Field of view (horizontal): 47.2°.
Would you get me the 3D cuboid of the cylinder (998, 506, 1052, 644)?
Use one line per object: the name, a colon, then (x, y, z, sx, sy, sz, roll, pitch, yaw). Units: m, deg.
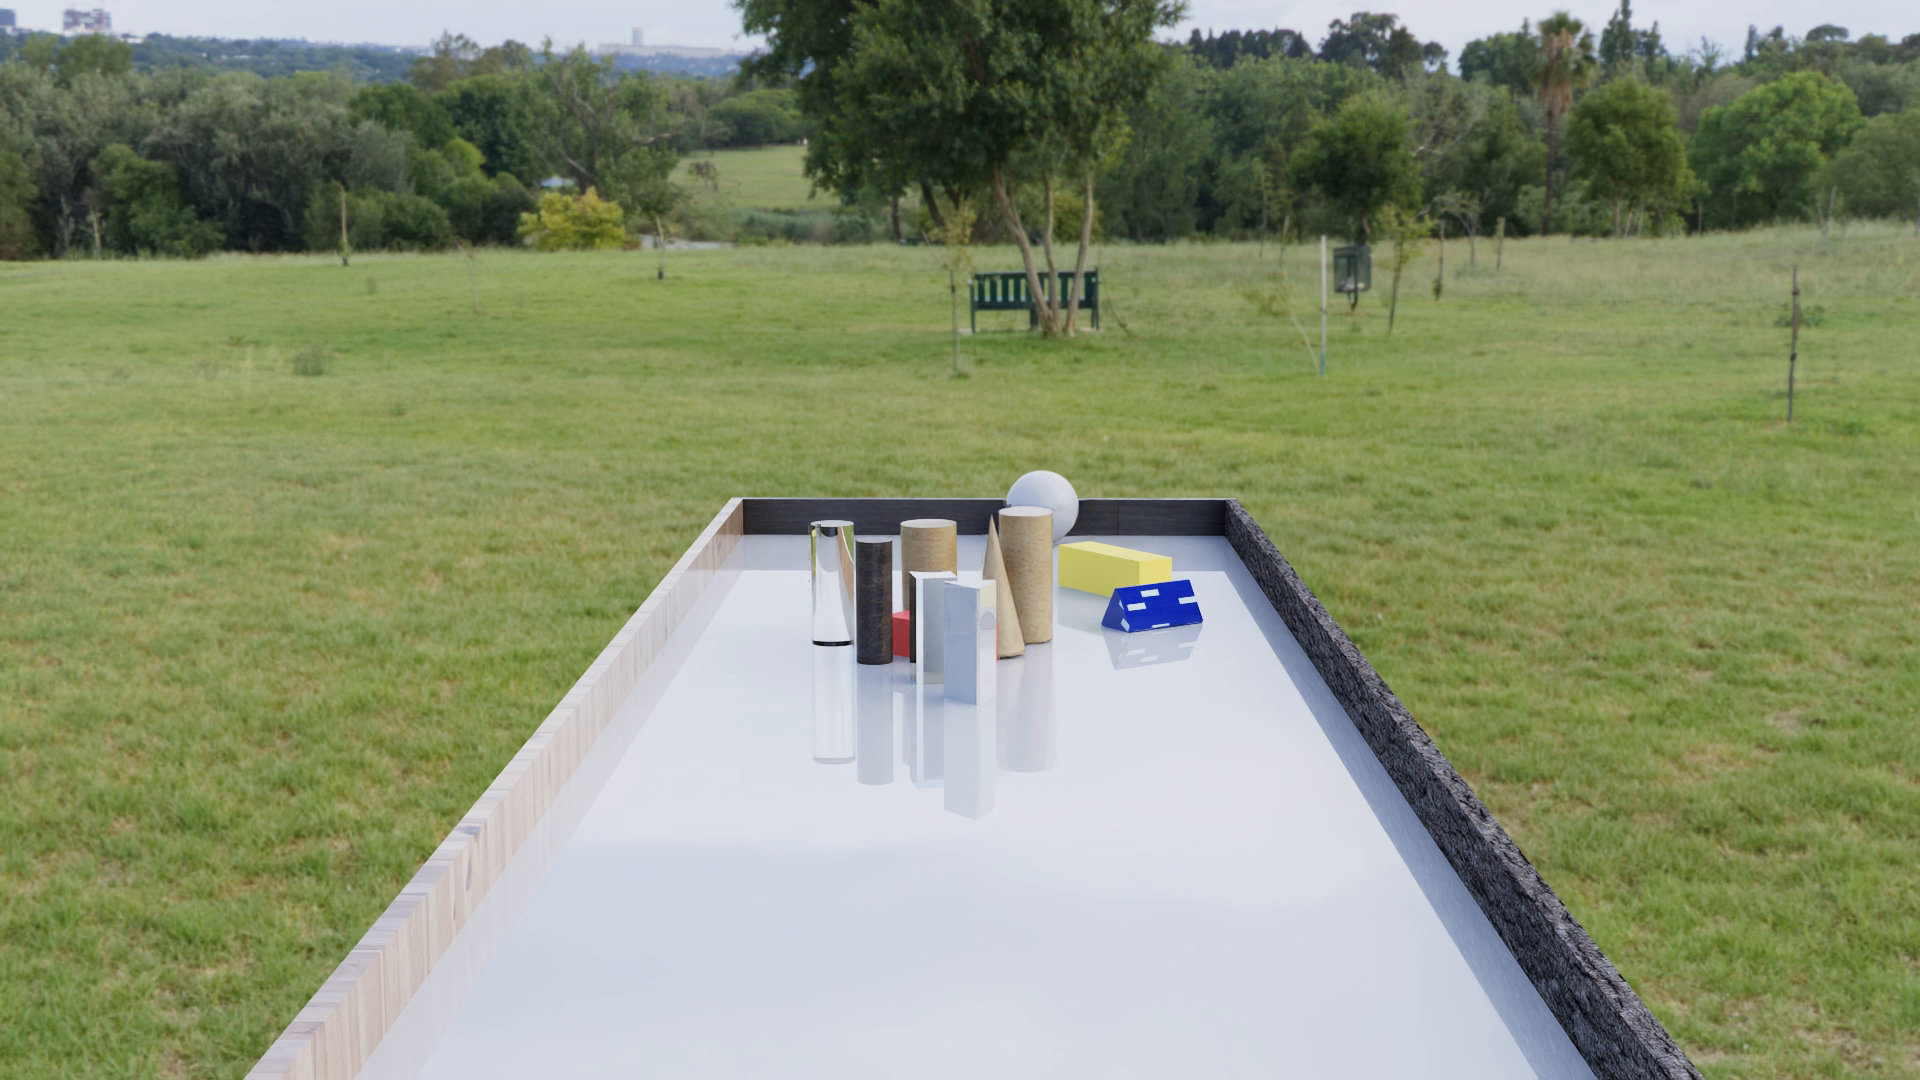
cylinder: (0.209, 0.111, 6.969, 0.171, 0.411, 0.171, -1, 12, 0)

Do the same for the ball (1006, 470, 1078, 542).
ball: (0.332, -0.134, 8.904, 0.298, 0.298, 0.298, 0, 9, 0)

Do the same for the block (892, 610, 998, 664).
block: (-0.063, 0.303, 6.724, 0.364, 0.118, 0.118, 8, 12, 41)

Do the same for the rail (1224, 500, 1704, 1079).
rail: (1.046, 0.843, 3.208, 0.050, 0.150, 12.000, 0, 9, 1)

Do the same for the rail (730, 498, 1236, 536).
rail: (0.099, -0.098, 9.147, 2.100, 0.150, 0.050, 0, 9, 1)

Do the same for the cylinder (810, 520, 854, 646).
cylinder: (-0.401, 0.136, 6.932, 0.136, 0.381, 0.136, 0, 9, 0)

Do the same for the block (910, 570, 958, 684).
block: (-0.078, 0.254, 6.411, 0.120, 0.312, 0.120, -2, 9, -11)

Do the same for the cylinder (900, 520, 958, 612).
cylinder: (-0.096, 0.136, 6.925, 0.176, 0.381, 0.176, -1, 9, 0)

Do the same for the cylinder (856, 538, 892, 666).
cylinder: (-0.259, 0.184, 6.654, 0.111, 0.374, 0.111, 0, 9, 0)

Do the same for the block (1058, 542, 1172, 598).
block: (0.548, 0.112, 7.830, 0.148, 0.148, 0.450, -6, 11, -35)

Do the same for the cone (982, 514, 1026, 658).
cone: (0.107, 0.131, 6.759, 0.170, 0.436, 0.170, -3, 7, 0)

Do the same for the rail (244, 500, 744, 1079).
rail: (-1.004, 0.839, 3.234, 0.050, 0.150, 12.000, 0, 9, 1)

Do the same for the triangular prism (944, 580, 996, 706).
triangular prism: (0.051, 0.282, 6.176, 0.127, 0.330, 0.147, -8, 12, -40)

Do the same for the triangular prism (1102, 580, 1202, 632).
triangular prism: (0.634, 0.208, 7.244, 0.305, 0.133, 0.154, -6, 10, -33)
